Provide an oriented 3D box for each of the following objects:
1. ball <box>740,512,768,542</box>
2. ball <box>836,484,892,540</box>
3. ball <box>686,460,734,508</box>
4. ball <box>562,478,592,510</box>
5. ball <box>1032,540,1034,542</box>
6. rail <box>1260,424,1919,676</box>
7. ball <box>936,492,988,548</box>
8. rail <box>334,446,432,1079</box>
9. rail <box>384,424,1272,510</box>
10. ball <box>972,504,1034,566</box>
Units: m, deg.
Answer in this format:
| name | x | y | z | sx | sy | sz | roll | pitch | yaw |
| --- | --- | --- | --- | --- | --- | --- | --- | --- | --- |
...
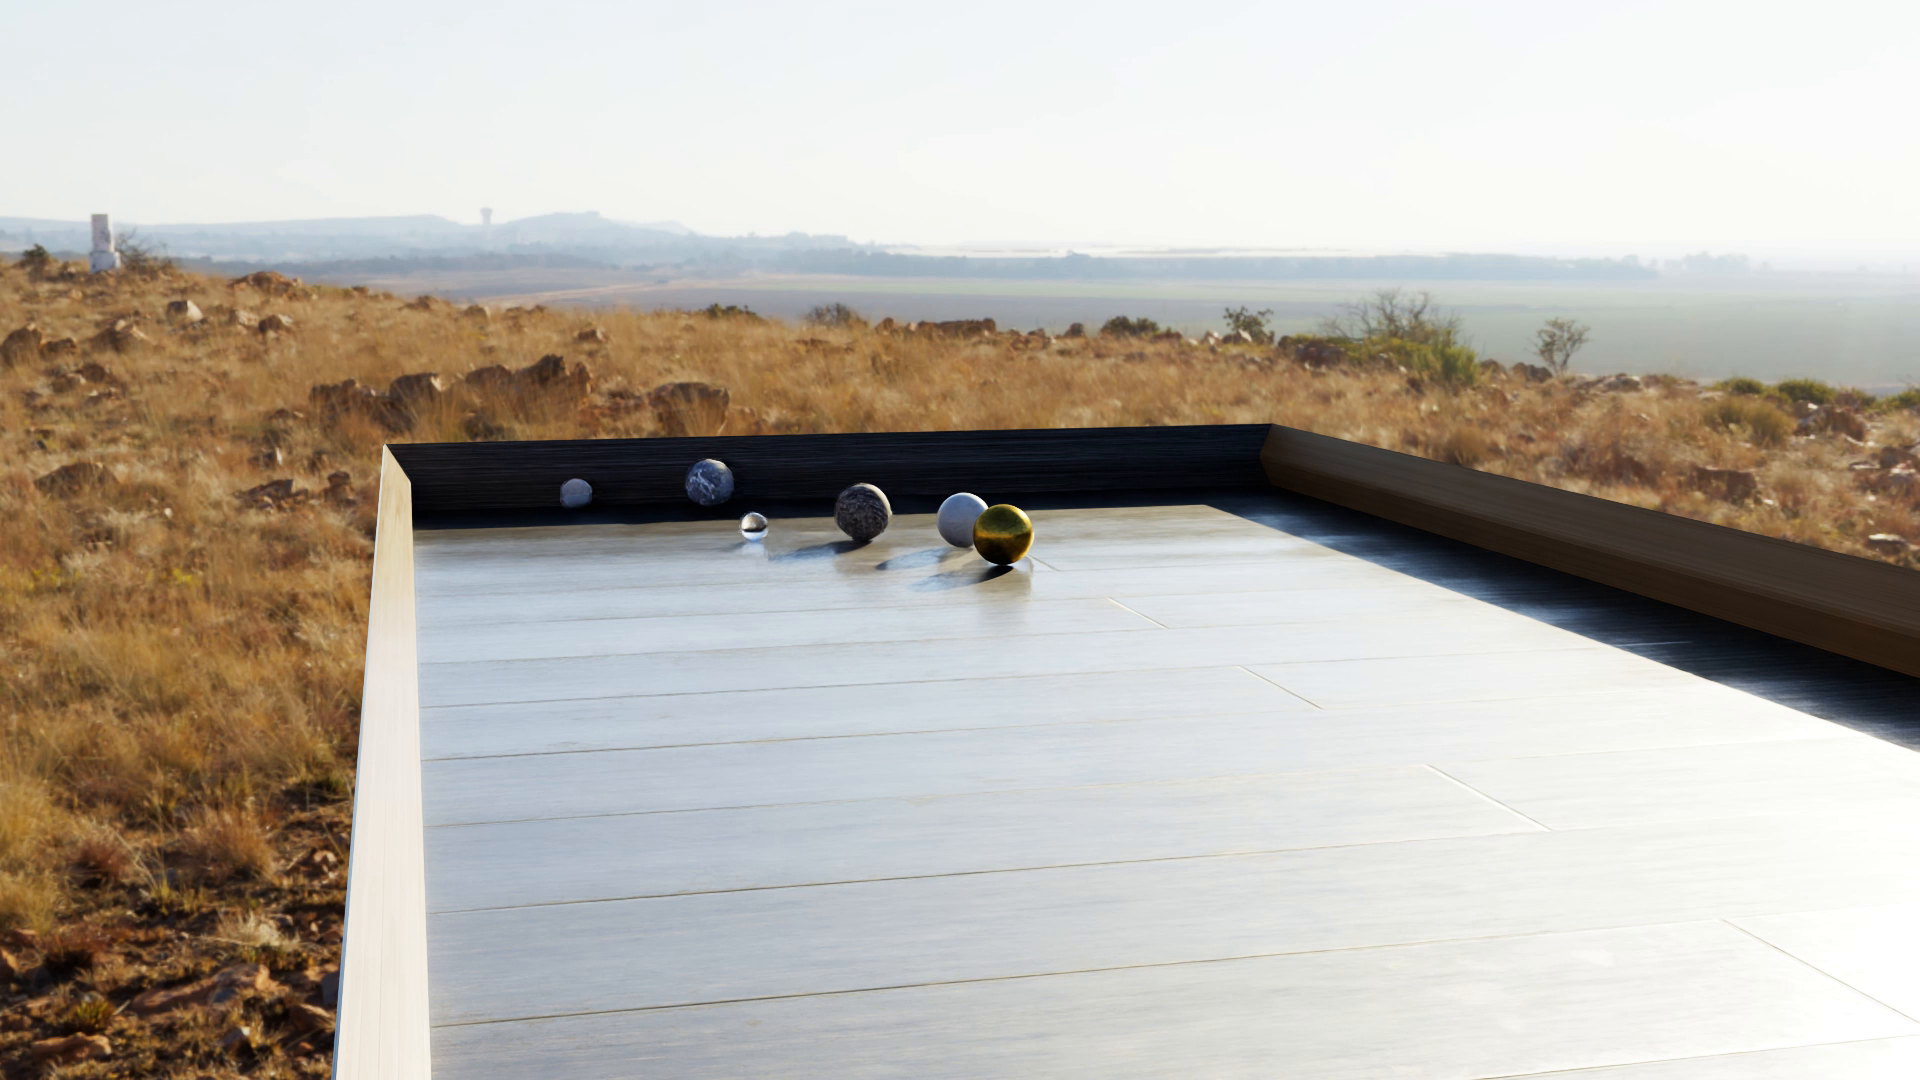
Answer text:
| name | x | y | z | sx | sy | sz | roll | pitch | yaw |
| --- | --- | --- | --- | --- | --- | --- | --- | --- | --- |
| ball | -0.343 | -0.022 | 3.672 | 0.047 | 0.047 | 0.047 | 0 | 8 | 0 |
| ball | -0.162 | -0.047 | 3.683 | 0.094 | 0.094 | 0.094 | 0 | 8 | 0 |
| ball | -0.467 | -0.106 | 4.108 | 0.090 | 0.090 | 0.090 | 0 | 8 | 0 |
| ball | -0.711 | -0.085 | 4.080 | 0.058 | 0.058 | 0.058 | 0 | 8 | 0 |
| ball | 0.090 | -0.007 | 3.530 | 0.058 | 0.058 | 0.058 | 0 | 8 | 0 |
| rail | 1.037 | 0.065 | 2.794 | 0.045 | 0.123 | 3.483 | -2 | 8 | -14 |
| ball | 0.006 | -0.032 | 3.595 | 0.090 | 0.090 | 0.090 | 0 | 8 | 0 |
| rail | -0.612 | 0.124 | 2.384 | 0.045 | 0.123 | 3.483 | -2 | 8 | -14 |
| rail | -0.206 | -0.142 | 4.238 | 1.747 | 0.123 | 0.045 | -2 | 8 | -14 |
| ball | 0.067 | -0.008 | 3.411 | 0.094 | 0.094 | 0.094 | 0 | 8 | 0 |
